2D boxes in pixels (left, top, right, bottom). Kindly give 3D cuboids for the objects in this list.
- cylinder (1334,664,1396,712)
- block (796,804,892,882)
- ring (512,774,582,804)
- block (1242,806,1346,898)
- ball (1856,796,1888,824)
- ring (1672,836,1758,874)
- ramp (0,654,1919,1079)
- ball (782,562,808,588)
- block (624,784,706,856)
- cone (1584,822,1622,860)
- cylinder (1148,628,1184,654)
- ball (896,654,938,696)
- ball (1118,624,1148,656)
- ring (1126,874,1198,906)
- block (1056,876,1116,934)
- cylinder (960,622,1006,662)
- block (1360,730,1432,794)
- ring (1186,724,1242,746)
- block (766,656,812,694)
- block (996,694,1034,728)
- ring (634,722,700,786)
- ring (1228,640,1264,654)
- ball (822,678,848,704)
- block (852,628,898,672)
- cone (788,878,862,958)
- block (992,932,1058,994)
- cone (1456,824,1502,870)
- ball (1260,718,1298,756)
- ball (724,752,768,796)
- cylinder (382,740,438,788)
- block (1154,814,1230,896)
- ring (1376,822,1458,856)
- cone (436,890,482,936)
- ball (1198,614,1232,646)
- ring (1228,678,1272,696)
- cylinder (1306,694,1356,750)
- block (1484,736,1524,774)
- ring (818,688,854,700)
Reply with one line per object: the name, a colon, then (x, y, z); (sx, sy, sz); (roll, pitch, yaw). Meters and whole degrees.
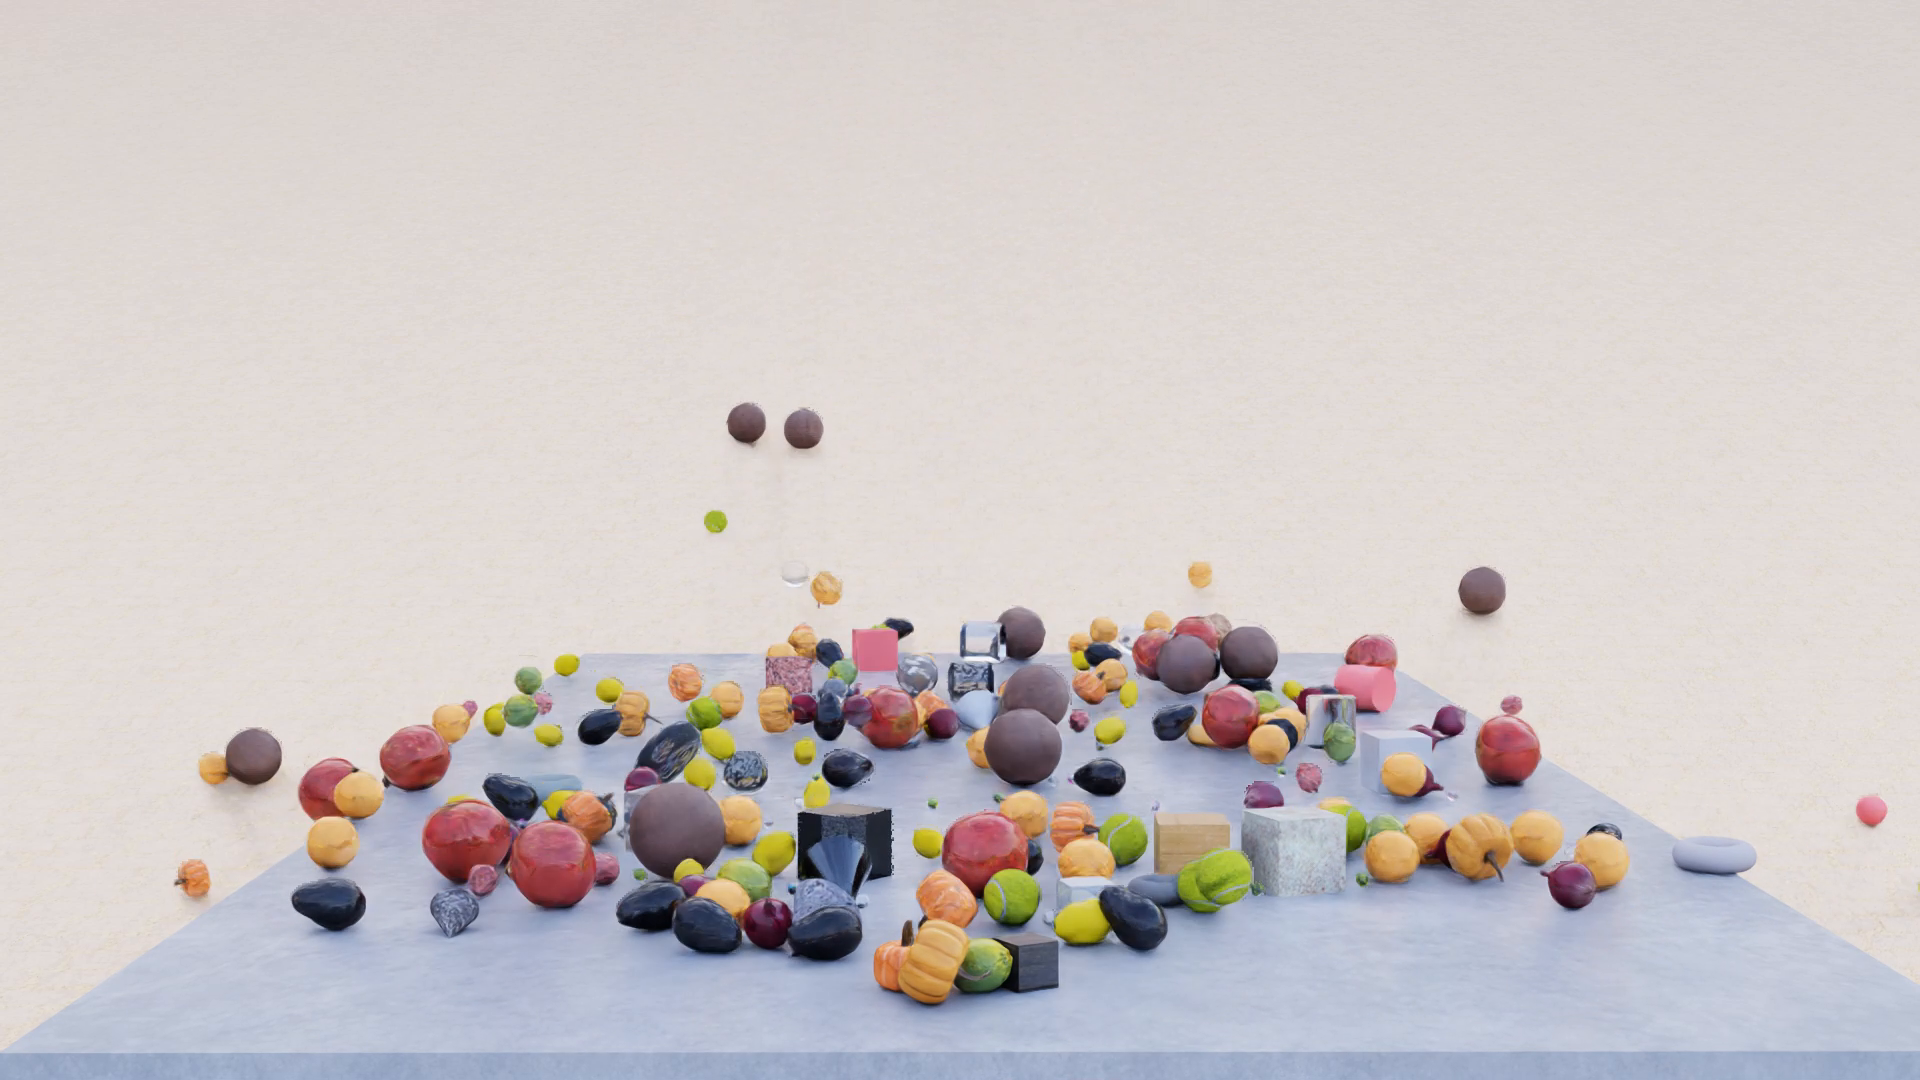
cylinder: (0.837, 0.306, 5.317); (0.093, 0.093, 0.093); (3, 18, 43)
block: (-0.156, 0.409, 3.463); (0.090, 0.090, 0.090); (2, 4, 37)
ring: (-0.662, 0.400, 4.121); (0.114, 0.038, 0.114); (-1, 3, 0)
block: (0.438, 0.408, 3.382); (0.099, 0.099, 0.099); (-1, 3, -23)
ball: (2.076, 0.615, 5.854); (0.067, 0.067, 0.067); (0, 21, 0)
ring: (1.035, 0.432, 3.525); (0.112, 0.037, 0.112); (0, 4, 0)
ramp: (0.049, 0.446, 4.532); (2.000, 0.100, 4.000); (0, 3, 0)
ball: (-0.462, 0.097, 7.178); (0.075, 0.075, 0.075); (0, 21, 0)
block: (-0.422, 0.400, 3.680); (0.084, 0.084, 0.084); (1, 3, 22)
cone: (0.909, 0.434, 3.602); (0.053, 0.053, 0.053); (-1, 30, -4)
cylinder: (0.537, 0.265, 6.714); (0.069, 0.069, 0.069); (4, 18, 45)
ball: (-0.092, 0.293, 5.585); (0.092, 0.092, 0.092); (0, 21, 0)
ball: (0.436, 0.251, 6.475); (0.078, 0.078, 0.078); (0, 21, 0)
ring: (0.258, 0.448, 3.292); (0.091, 0.030, 0.091); (0, 2, 0)
block: (0.154, 0.444, 3.127); (0.057, 0.057, 0.057); (-1, 3, -15)
cylinder: (0.057, 0.249, 6.274); (0.096, 0.096, 0.096); (2, 21, 14)
block: (0.719, 0.366, 4.238); (0.092, 0.092, 0.092); (-1, 3, -10)
ring: (0.476, 0.364, 4.804); (0.105, 0.035, 0.105); (-1, 3, 0)
block: (-0.377, 0.297, 5.660); (0.075, 0.075, 0.075); (-2, 4, -32)
block: (0.107, 0.338, 5.080); (0.057, 0.057, 0.057); (-1, 3, -19)
ring: (-0.484, 0.355, 4.253); (0.044, 0.131, 0.131); (43, 39, 20)
ring: (0.750, 0.287, 6.745); (0.094, 0.031, 0.094); (2, 17, -1)
ball: (-0.265, 0.319, 5.445); (0.056, 0.056, 0.056); (0, 21, 0)
block: (-0.206, 0.262, 6.143); (0.094, 0.094, 0.094); (-1, 3, -13)
cone: (-0.176, 0.459, 2.995); (0.092, 0.092, 0.092); (11, 34, 26)
block: (0.072, 0.463, 2.816); (0.052, 0.052, 0.052); (-2, 4, -32)
cone: (0.716, 0.419, 3.543); (0.060, 0.060, 0.060); (0, 3, 0)
ball: (0.577, 0.355, 4.651); (0.068, 0.068, 0.068); (0, 21, 0)
ball: (-0.343, 0.374, 4.109); (0.070, 0.070, 0.070); (0, 21, 0)
cylinder: (-1.214, 0.509, 5.687); (0.096, 0.096, 0.096); (27, 18, -9)
block: (0.305, 0.412, 3.379); (0.092, 0.092, 0.092); (0, 3, 1)
ring: (0.649, 0.425, 3.654); (0.114, 0.038, 0.114); (0, 2, 0)
cone: (-0.612, 0.461, 3.094); (0.059, 0.059, 0.059); (5, 51, 11)
ball: (0.675, 0.238, 6.796); (0.088, 0.088, 0.088); (0, 21, 0)
ring: (0.628, 0.320, 5.564); (0.098, 0.033, 0.098); (1, -8, 0)
cylinder: (0.689, 0.336, 4.769); (0.093, 0.093, 0.093); (0, 3, 0)
block: (0.928, 0.369, 4.386); (0.060, 0.060, 0.060); (1, -7, 16)
ring: (-0.267, 0.330, 5.519); (0.077, 0.026, 0.077); (0, 2, 0)
